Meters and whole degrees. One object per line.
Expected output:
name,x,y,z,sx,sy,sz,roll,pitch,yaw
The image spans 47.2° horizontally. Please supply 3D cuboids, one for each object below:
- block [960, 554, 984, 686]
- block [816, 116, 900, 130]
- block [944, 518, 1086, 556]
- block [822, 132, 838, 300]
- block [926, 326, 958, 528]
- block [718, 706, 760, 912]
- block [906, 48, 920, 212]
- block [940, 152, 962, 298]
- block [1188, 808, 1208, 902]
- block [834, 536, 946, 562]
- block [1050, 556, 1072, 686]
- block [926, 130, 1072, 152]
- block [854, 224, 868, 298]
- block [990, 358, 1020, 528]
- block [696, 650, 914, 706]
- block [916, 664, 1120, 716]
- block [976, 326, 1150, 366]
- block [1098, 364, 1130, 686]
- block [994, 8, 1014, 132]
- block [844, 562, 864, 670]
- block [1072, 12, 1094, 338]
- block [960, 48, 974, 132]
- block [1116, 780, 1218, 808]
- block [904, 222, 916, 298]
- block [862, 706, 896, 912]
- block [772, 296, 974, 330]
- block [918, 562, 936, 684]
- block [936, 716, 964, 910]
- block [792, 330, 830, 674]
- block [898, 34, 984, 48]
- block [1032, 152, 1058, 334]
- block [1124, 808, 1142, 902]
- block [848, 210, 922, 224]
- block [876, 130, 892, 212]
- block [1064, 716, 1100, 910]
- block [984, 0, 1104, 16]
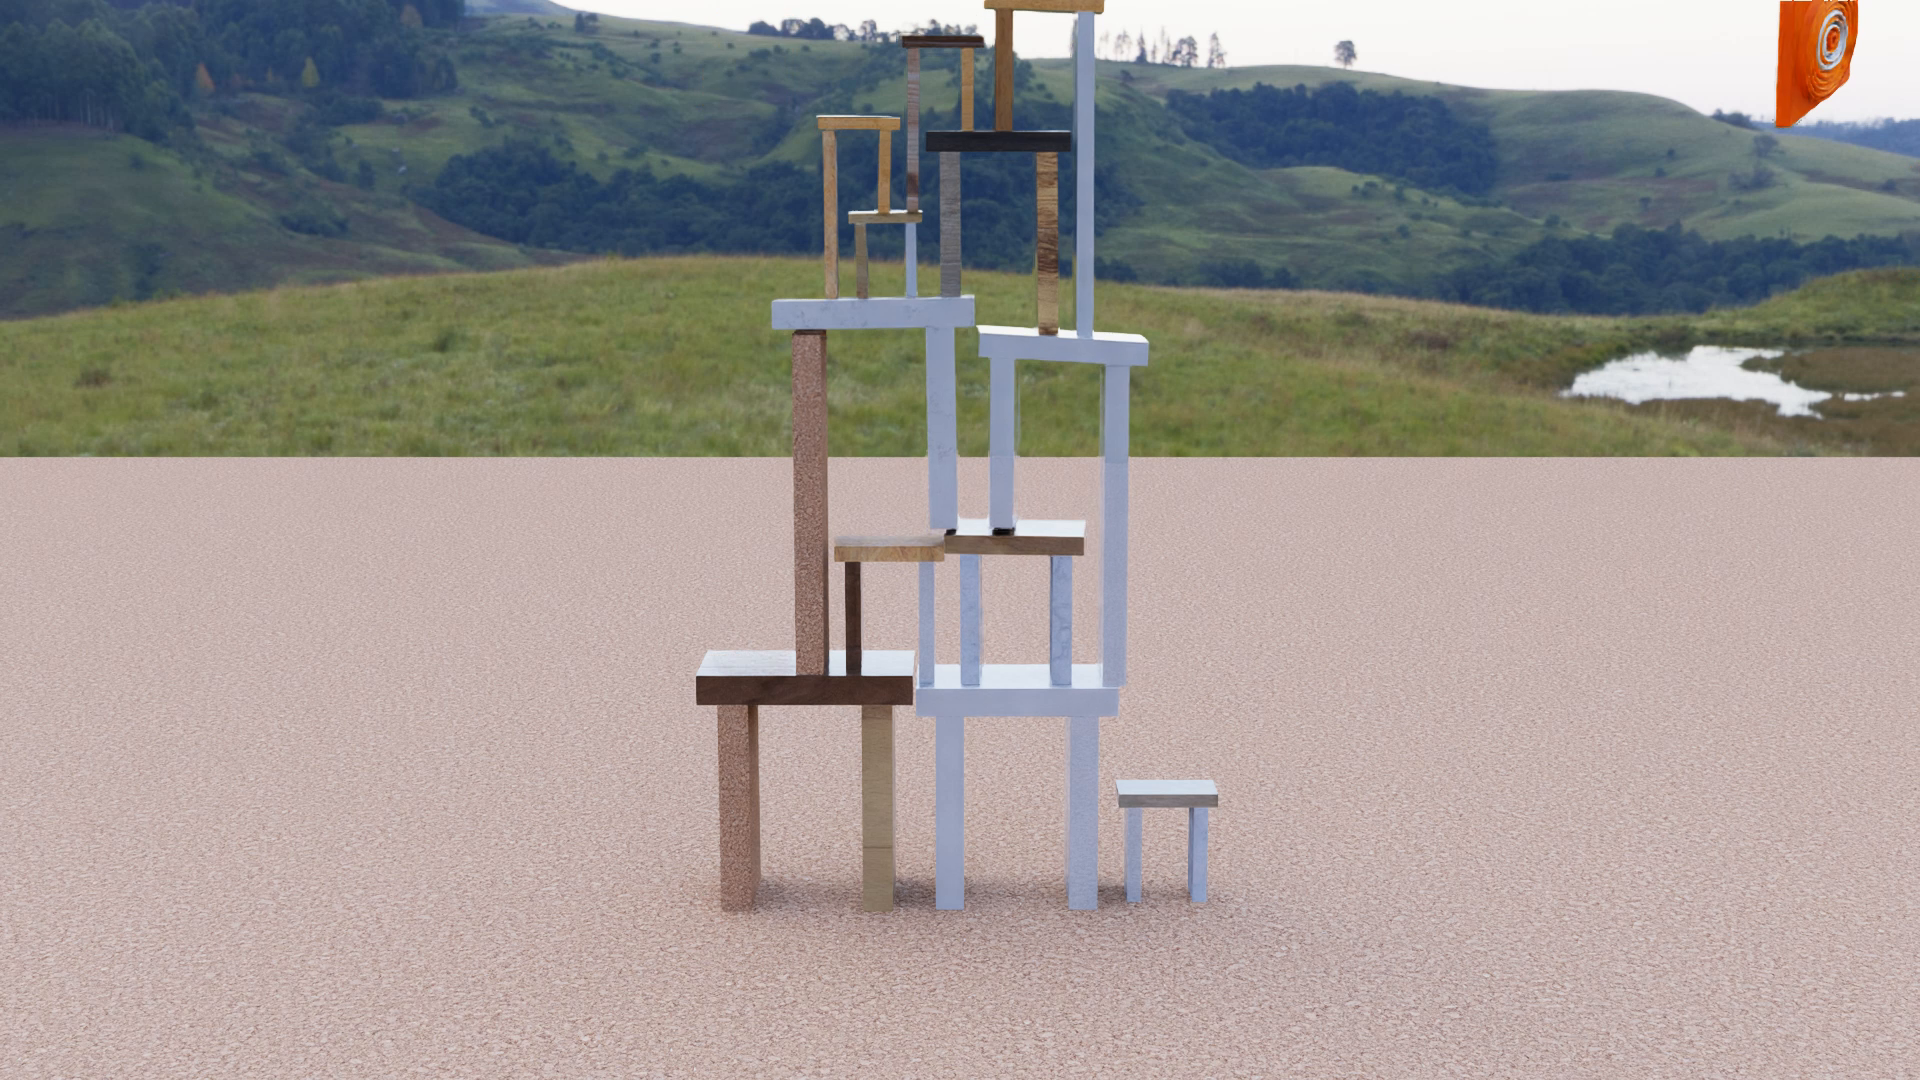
block,0.019,0.114,3.572,0.031,0.221,0.110,0,14,4
block,-0.160,-0.653,3.438,0.128,0.018,0.064,-1,13,-7
block,0.091,-0.005,3.527,0.220,0.031,0.110,1,14,5
block,-0.203,-0.512,3.464,0.018,0.260,0.064,0,11,-1
block,-0.028,-0.184,3.509,0.045,0.315,0.158,-1,7,1
block,-0.364,0.419,3.639,0.049,0.347,0.173,0,11,0
block,-0.074,-0.642,3.441,0.018,0.249,0.063,0,17,-3
block,-0.016,-0.499,3.473,0.032,0.224,0.112,-1,10,-1
block,0.395,0.511,3.653,0.023,0.162,0.081,0,11,0
block,-0.113,0.014,3.562,0.177,0.025,0.089,0,11,0
block,0.164,0.116,3.581,0.031,0.221,0.110,0,11,0
block,0.058,-0.625,3.451,0.224,0.032,0.112,0,10,-1
block,-0.155,-0.441,3.484,0.016,0.116,0.058,-2,7,0
block,0.072,-0.159,3.505,0.038,0.265,0.133,1,8,5
block,-0.249,0.225,3.603,0.346,0.049,0.173,0,11,0
block,0.092,0.246,3.610,0.326,0.046,0.163,0,11,0
block,0.160,-0.310,3.502,0.265,0.038,0.133,3,10,-2
block,0.248,-0.031,3.559,0.038,0.517,0.133,0,10,0
block,0.067,-0.732,3.429,0.026,0.185,0.093,0,11,-2
block,-0.172,0.114,3.580,0.025,0.177,0.089,0,11,0
block,0.193,-0.572,3.456,0.026,0.498,0.093,-1,11,-2
block,0.011,-0.702,3.428,0.018,0.126,0.063,0,12,-2
block,0.341,0.420,3.637,0.162,0.023,0.081,0,11,0
block,-0.078,-0.443,3.487,0.016,0.116,0.058,-1,6,-3
block,-0.133,0.419,3.639,0.049,0.347,0.173,0,11,0
block,-0.135,-0.361,3.490,0.315,0.045,0.158,-1,7,0
block,-0.054,0.125,3.583,0.025,0.201,0.089,0,11,0
block,-0.016,0.429,3.644,0.046,0.326,0.163,0,11,0
block,-0.240,-0.066,3.546,0.045,0.543,0.158,0,11,0
block,-0.029,-0.773,3.407,0.126,0.018,0.063,-1,14,-8
block,0.135,-0.471,3.479,0.032,0.281,0.112,-1,10,-2
block,0.287,0.511,3.653,0.023,0.162,0.081,0,11,0
block,-0.118,-0.510,3.478,0.116,0.016,0.058,-2,11,-3
block,-0.120,-0.582,3.461,0.018,0.128,0.064,1,13,-5
block,0.201,0.429,3.644,0.046,0.326,0.163,0,11,0
block,0.130,-0.833,3.409,0.185,0.026,0.093,3,11,0
